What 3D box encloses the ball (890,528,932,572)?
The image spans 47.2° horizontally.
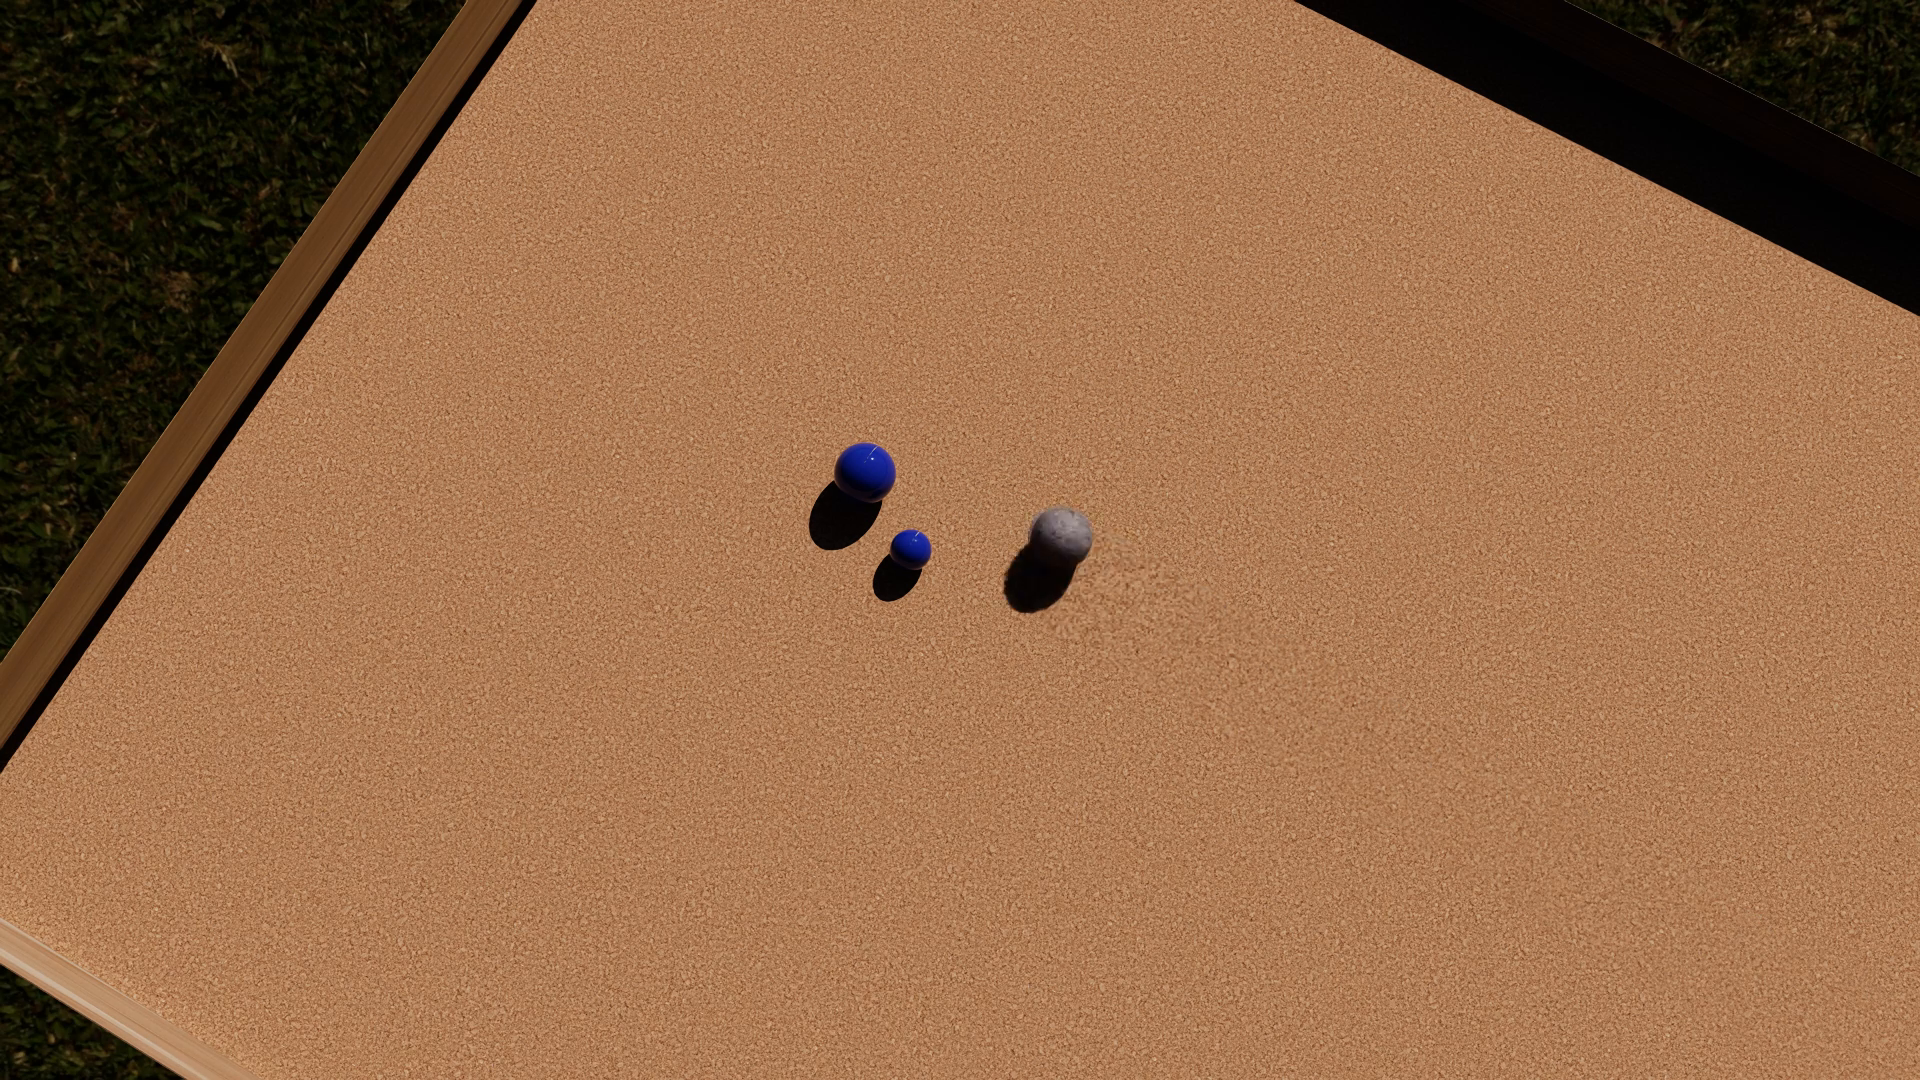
[{"bbox_3d":[-0.075,0.015,3.352,0.064,0.064,0.064,0,75,0],"label":"ball"}]

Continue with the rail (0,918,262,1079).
[{"bbox_3d":[0.362,1.537,2.903,4.443,0.125,0.045,29,77,8],"label":"rail"}]

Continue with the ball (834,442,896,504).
[{"bbox_3d":[-0.145,-0.102,3.368,0.096,0.096,0.096,0,75,0],"label":"ball"}]

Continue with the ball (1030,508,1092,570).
[{"bbox_3d":[0.154,-0.003,3.341,0.094,0.094,0.094,0,75,0],"label":"ball"}]

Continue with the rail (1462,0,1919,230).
[{"bbox_3d":[1.564,-0.482,3.456,4.443,0.125,0.045,29,77,8],"label":"rail"}]

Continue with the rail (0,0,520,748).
[{"bbox_3d":[-0.943,-0.528,3.469,0.045,0.125,2.461,29,77,8],"label":"rail"}]
